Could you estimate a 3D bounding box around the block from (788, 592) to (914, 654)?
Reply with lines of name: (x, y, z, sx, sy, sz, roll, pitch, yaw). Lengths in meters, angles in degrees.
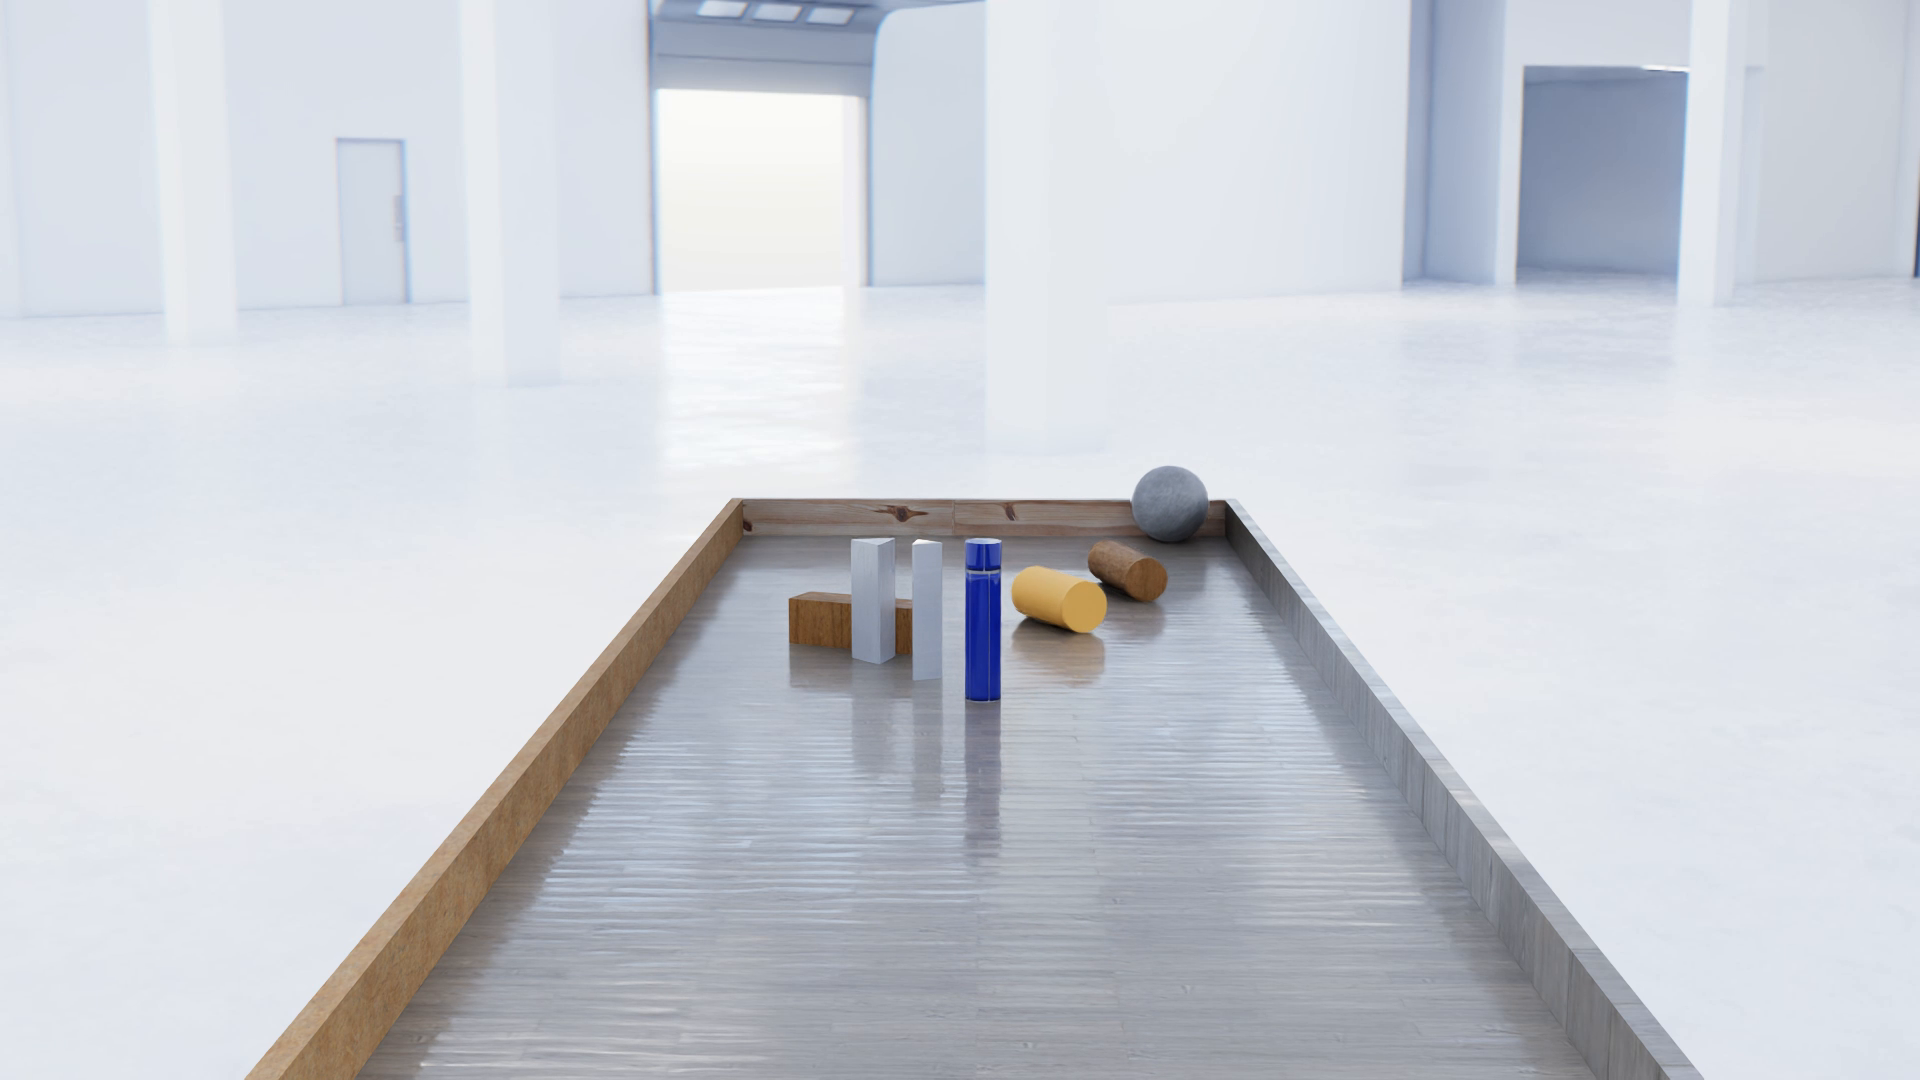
block: (-0.318, 0.259, 6.920, 0.424, 0.143, 0.143, 4, 10, 24)

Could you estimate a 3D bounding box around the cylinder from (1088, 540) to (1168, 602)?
cylinder: (0.593, 0.107, 7.844, 0.153, 0.153, 0.431, -2, 9, -14)

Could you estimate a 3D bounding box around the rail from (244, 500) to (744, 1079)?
rail: (-1.004, 0.839, 3.234, 0.050, 0.150, 12.000, 0, 9, 1)

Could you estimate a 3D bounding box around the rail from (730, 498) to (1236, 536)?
rail: (0.099, -0.098, 9.147, 2.100, 0.150, 0.050, 0, 9, 1)

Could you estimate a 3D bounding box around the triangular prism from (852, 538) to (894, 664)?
triangular prism: (-0.244, 0.181, 6.701, 0.114, 0.366, 0.132, -8, 12, -41)

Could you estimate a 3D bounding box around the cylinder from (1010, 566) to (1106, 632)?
cylinder: (0.323, 0.195, 7.243, 0.169, 0.169, 0.330, -5, 10, -28)

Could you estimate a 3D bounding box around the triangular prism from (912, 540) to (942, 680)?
triangular prism: (-0.108, 0.203, 6.444, 0.091, 0.402, 0.079, -3, 10, -21)

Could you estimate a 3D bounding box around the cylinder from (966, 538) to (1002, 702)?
cylinder: (0.065, 0.225, 6.153, 0.101, 0.450, 0.101, 0, 9, 0)

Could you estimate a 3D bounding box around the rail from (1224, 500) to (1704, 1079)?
rail: (1.046, 0.843, 3.208, 0.050, 0.150, 12.000, 0, 9, 1)

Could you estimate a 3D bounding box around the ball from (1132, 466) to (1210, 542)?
ball: (0.856, -0.148, 8.945, 0.313, 0.313, 0.313, 0, 9, 0)
